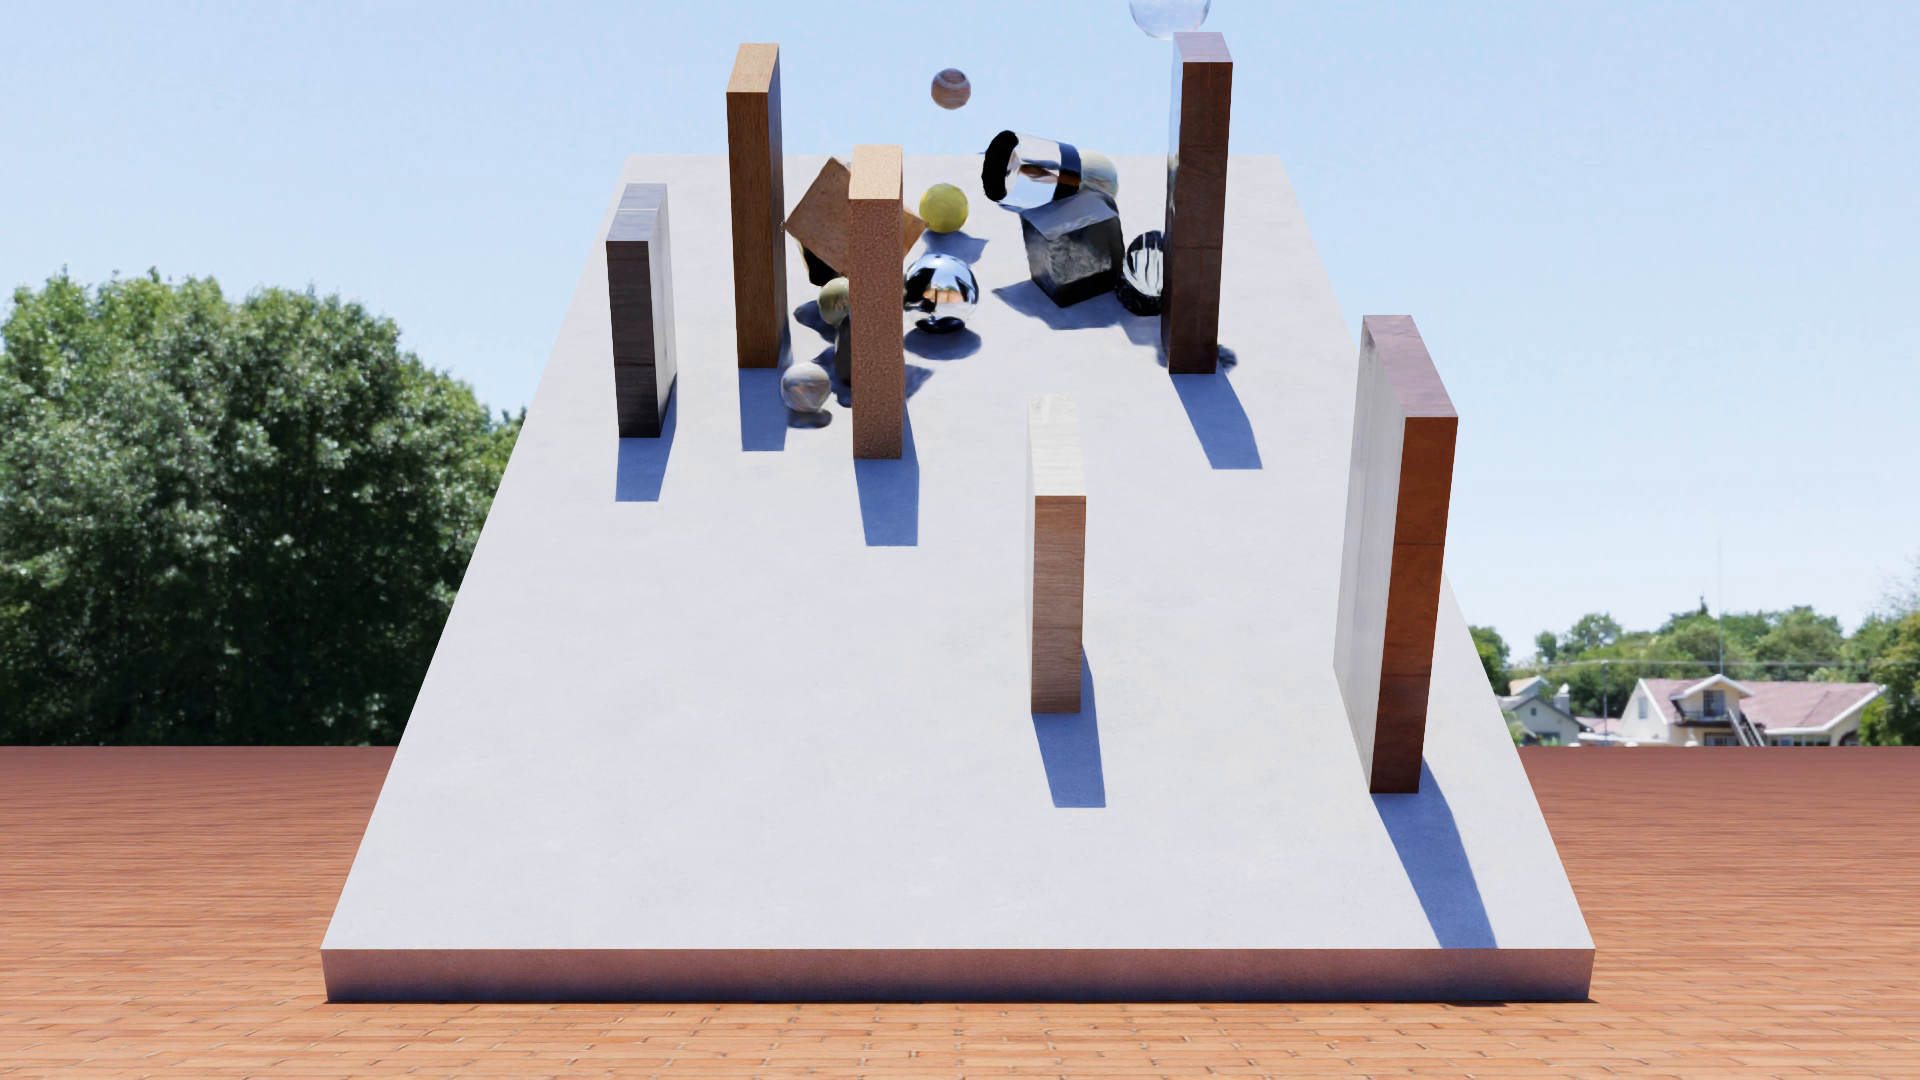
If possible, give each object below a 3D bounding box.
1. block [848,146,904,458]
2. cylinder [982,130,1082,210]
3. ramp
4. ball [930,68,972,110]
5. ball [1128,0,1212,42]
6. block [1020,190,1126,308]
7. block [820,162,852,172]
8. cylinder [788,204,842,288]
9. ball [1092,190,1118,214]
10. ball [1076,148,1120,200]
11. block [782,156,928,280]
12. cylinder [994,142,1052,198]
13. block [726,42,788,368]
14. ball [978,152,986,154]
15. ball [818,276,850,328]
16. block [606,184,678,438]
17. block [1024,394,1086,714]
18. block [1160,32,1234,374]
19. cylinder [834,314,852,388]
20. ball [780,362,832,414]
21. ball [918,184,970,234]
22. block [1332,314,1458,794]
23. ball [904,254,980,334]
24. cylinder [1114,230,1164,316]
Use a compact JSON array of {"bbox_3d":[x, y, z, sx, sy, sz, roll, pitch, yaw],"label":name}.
[{"bbox_3d":[-0.186,-0.539,5.353,0.109,0.611,0.372,0,27,0],"label":"block"},{"bbox_3d":[0.189,-0.971,6.268,0.190,0.190,0.190,7,-8,-31],"label":"cylinder"},{"bbox_3d":[-0.011,-0.226,5.524,2.000,0.100,4.000,0,27,0],"label":"ramp"},{"bbox_3d":[-0.025,-1.246,6.559,0.114,0.114,0.114,0,-5,0],"label":"ball"},{"bbox_3d":[0.529,-1.362,5.984,0.207,0.207,0.207,0,-5,0],"label":"ball"},{"bbox_3d":[0.299,-0.760,6.193,0.201,0.201,0.201,-20,33,-12],"label":"block"},{"bbox_3d":[-0.288,-0.949,6.625,0.159,0.159,0.159,-13,38,-23],"label":"block"},{"bbox_3d":[-0.330,-0.775,6.115,0.178,0.178,0.178,-16,-23,-7],"label":"cylinder"},{"bbox_3d":[0.380,-0.910,6.615,0.126,0.126,0.126,0,-5,0],"label":"ball"},{"bbox_3d":[0.356,-1.014,6.742,0.194,0.194,0.194,0,-5,0],"label":"ball"},{"bbox_3d":[-0.254,-0.768,5.795,0.210,0.210,0.210,41,11,24],"label":"block"},{"bbox_3d":[0.184,-1.072,6.873,0.117,0.117,0.117,-27,-21,36],"label":"cylinder"},{"bbox_3d":[-0.494,-0.823,5.822,0.096,0.689,0.423,0,27,0],"label":"block"},{"bbox_3d":[0.089,-1.137,7.387,0.147,0.147,0.147,0,-5,0],"label":"ball"},{"bbox_3d":[-0.295,-0.599,5.998,0.131,0.131,0.131,0,-5,0],"label":"ball"},{"bbox_3d":[-0.733,-0.535,5.492,0.093,0.475,0.393,0,27,0],"label":"block"},{"bbox_3d":[0.175,0.019,4.448,0.090,0.445,0.442,0,27,0],"label":"block"},{"bbox_3d":[0.564,-0.806,5.703,0.115,0.772,0.258,0,27,0],"label":"block"},{"bbox_3d":[-0.223,-0.456,5.691,0.155,0.155,0.155,0,27,-1],"label":"cylinder"},{"bbox_3d":[-0.360,-0.356,5.535,0.119,0.119,0.119,0,-5,0],"label":"ball"},{"bbox_3d":[-0.045,-0.926,6.625,0.141,0.141,0.141,0,-5,0],"label":"ball"},{"bbox_3d":[0.753,0.021,4.151,0.085,0.715,0.441,0,27,0],"label":"block"},{"bbox_3d":[-0.052,-0.617,5.955,0.202,0.202,0.202,0,-5,0],"label":"ball"},{"bbox_3d":[0.489,-0.677,6.044,0.164,0.164,0.164,1,-20,-7],"label":"cylinder"}]
